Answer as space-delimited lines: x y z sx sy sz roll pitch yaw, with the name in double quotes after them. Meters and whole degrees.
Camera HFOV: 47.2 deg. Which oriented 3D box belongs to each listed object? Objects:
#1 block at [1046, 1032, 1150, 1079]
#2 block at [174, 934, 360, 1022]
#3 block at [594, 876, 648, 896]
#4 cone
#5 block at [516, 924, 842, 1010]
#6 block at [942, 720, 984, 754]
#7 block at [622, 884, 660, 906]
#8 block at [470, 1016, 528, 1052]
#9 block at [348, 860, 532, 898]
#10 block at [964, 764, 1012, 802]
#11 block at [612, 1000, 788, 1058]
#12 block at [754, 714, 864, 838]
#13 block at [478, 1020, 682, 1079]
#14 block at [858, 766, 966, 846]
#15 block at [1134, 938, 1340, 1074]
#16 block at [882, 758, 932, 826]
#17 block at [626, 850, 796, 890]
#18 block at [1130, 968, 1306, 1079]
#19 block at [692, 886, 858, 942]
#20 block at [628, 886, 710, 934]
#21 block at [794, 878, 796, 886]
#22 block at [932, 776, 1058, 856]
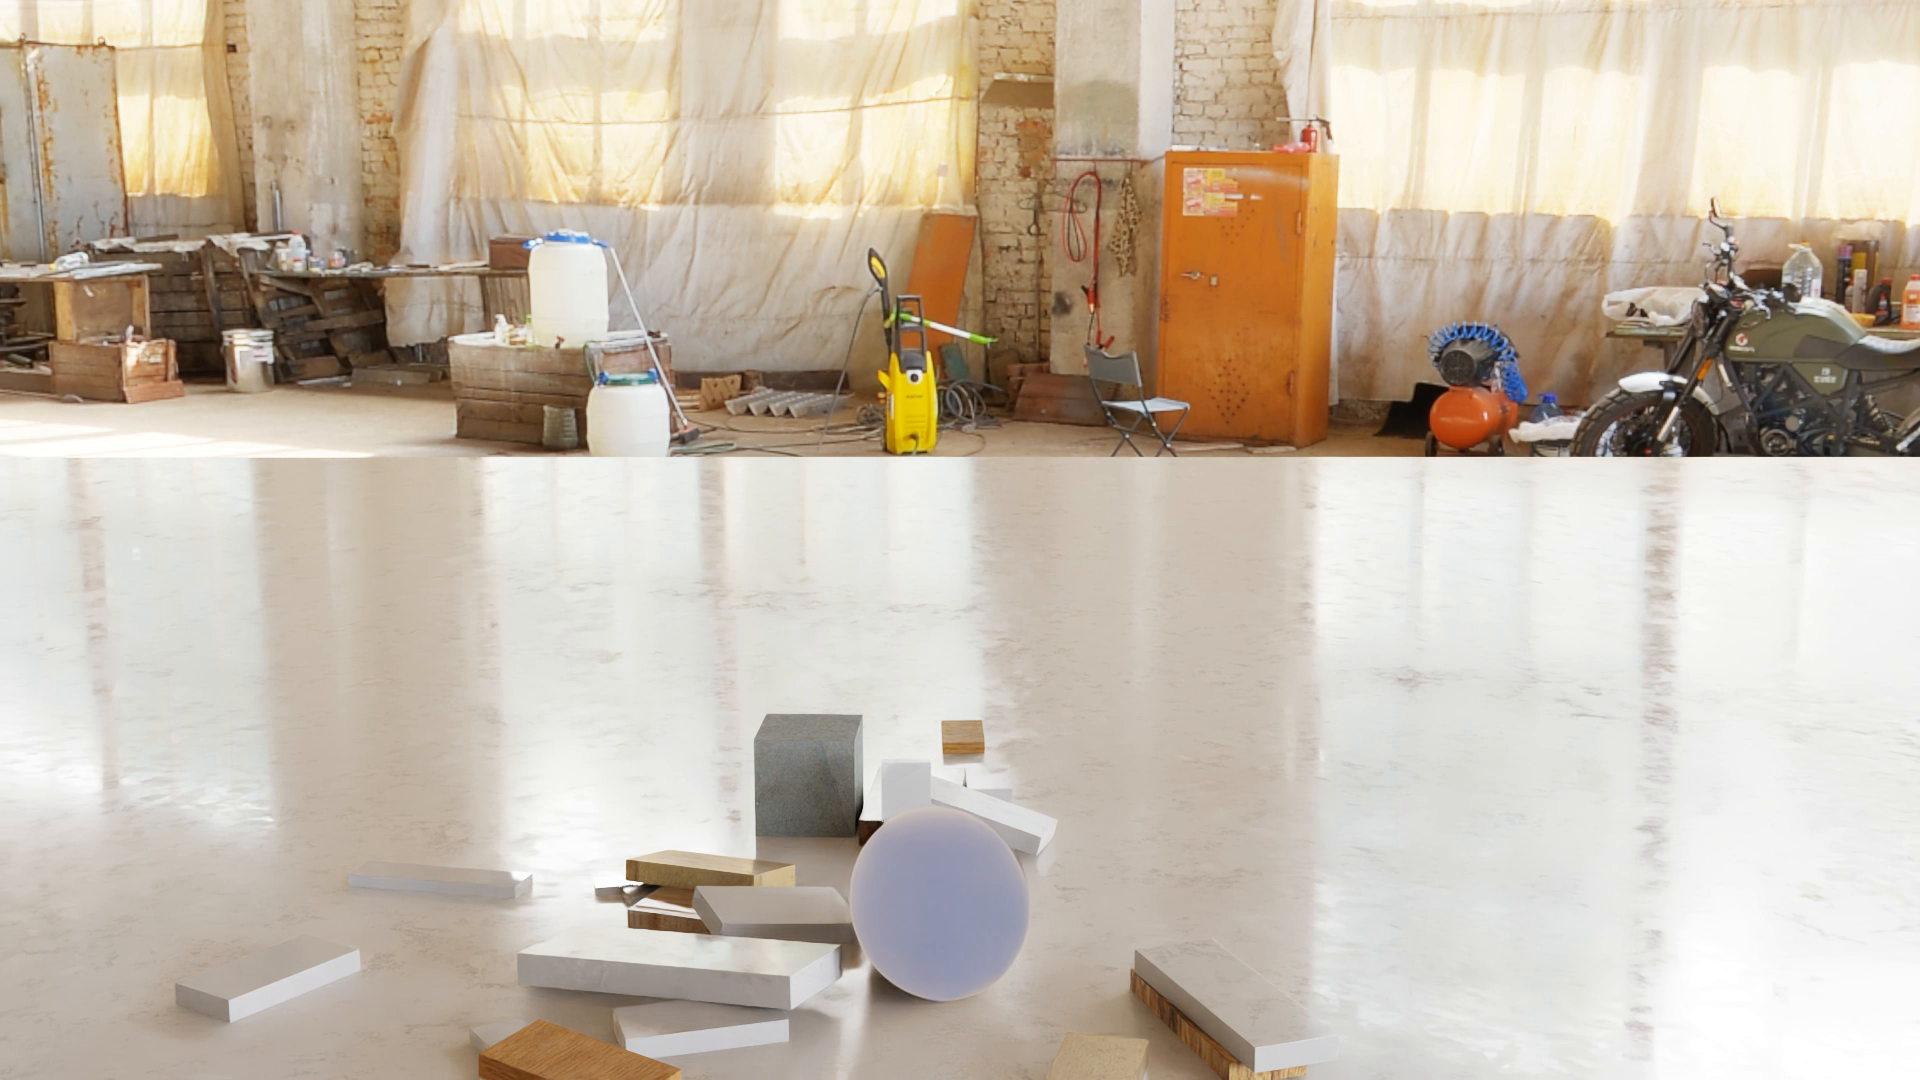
0.177 0.715 2.906 0.114 0.032 0.228 2 11 13 "block"
-1.025 0.648 3.264 0.120 0.034 0.239 7 13 33 "block"
-0.561 0.578 3.691 0.103 0.015 0.051 -2 11 -12 "block"
-0.083 0.578 3.379 0.287 0.287 0.287 -5 -15 -25 "cone"
-0.413 0.625 3.233 0.449 0.048 0.168 0 5 22 "block"
0.006 0.409 4.576 0.086 0.024 0.172 0 11 -1 "block"
-0.503 0.586 3.649 0.103 0.015 0.051 -5 12 -24 "block"
-0.616 0.698 3.030 0.072 0.020 0.144 -7 12 -32 "block"
-0.876 0.572 3.708 0.300 0.020 0.072 2 11 12 "block"
0.054 0.468 4.257 0.086 0.024 0.172 0 11 -1 "block"
-0.365 0.681 3.090 0.228 0.032 0.114 -3 11 -17 "block"
-0.275 0.430 4.035 0.181 0.181 0.181 0 11 2 "block"
-0.502 0.703 2.900 0.242 0.034 0.121 11 17 29 "block"
-0.084 0.491 4.069 0.168 0.048 0.337 1 11 4 "block"
0.381 0.648 3.085 0.126 0.036 0.378 -4 11 -20 "block"
-0.094 0.469 3.848 0.086 0.172 0.024 -1 11 -3 "block"
-0.415 0.552 3.648 0.252 0.036 0.126 2 1 27 "block"
0.359 0.678 3.109 0.113 0.032 0.352 -3 11 -17 "block"
-0.285 0.584 3.433 0.239 0.034 0.120 5 18 -30 "block"
-0.396 0.601 3.515 0.239 0.034 0.120 4 11 20 "block"
-0.330 0.580 3.685 0.103 0.015 0.051 1 11 4 "block"
0.038 0.489 3.922 0.252 0.036 0.126 18 12 13 "block"
